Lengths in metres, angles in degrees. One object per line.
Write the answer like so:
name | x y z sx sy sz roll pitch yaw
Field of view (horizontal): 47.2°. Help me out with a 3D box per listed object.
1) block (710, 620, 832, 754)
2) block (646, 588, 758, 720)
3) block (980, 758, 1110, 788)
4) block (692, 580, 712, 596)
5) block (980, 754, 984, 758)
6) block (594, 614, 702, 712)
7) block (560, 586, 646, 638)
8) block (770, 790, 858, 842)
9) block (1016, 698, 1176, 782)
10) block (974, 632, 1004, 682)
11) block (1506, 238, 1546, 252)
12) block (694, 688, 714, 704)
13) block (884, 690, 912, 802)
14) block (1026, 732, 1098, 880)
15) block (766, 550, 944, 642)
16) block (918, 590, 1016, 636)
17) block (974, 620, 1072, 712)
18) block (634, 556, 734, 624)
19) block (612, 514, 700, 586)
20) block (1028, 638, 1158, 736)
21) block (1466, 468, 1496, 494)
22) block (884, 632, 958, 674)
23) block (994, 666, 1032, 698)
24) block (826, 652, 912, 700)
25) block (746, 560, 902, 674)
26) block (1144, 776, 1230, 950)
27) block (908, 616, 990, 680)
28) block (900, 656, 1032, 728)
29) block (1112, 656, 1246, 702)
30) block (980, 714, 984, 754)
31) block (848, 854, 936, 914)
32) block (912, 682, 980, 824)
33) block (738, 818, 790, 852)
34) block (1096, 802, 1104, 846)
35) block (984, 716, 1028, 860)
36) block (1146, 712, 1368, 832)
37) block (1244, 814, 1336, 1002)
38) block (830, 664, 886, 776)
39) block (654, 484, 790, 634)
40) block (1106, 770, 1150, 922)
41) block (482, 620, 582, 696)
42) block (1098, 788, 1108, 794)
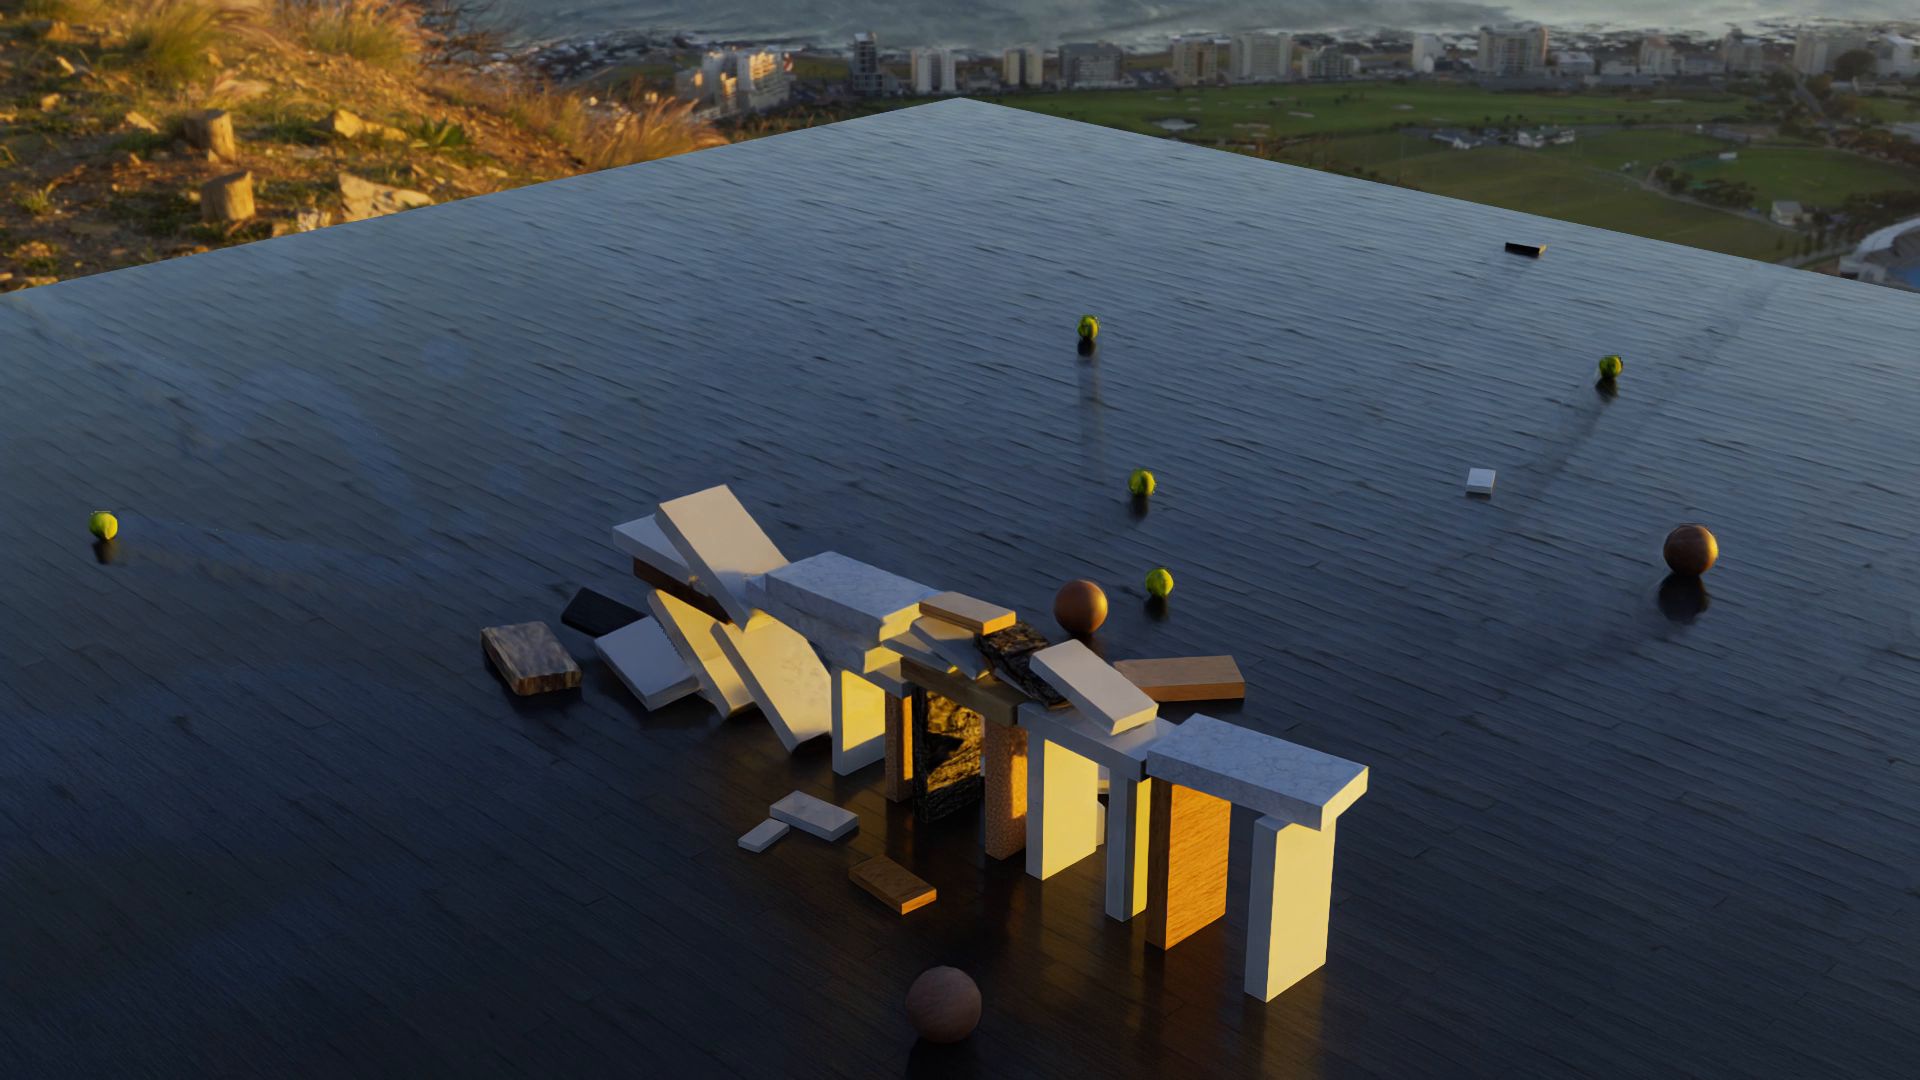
block | -0.382 0.292 4.772 0.168 0.048 0.337 -20 66 -39
block | -0.539 0.229 4.913 0.168 0.048 0.337 -21 67 -40
block | 0.167 0.478 4.518 0.376 0.019 0.068 -1 28 24
block | -0.527 0.094 4.788 0.050 0.014 0.101 24 33 39
block | 0.070 0.467 4.639 0.060 0.017 0.120 -13 26 -29
block | -0.703 0.277 4.991 0.147 0.042 0.294 -25 35 -22
block | -0.827 0.190 5.164 0.196 0.028 0.098 23 54 13
block | -0.294 0.554 4.424 0.165 0.023 0.082 17 28 34
block | 0.270 0.353 4.088 0.153 0.043 0.307 -21 31 -40
block | 0.074 0.222 4.249 0.060 0.017 0.124 1 45 -27
block | 2.156 -1.121 8.379 0.136 0.019 0.068 16 28 33
block | -0.579 0.311 4.993 0.098 0.028 0.196 -19 30 -38
block | -0.096 0.403 4.497 0.123 0.246 0.035 -21 31 -40
block | 0.197 0.485 4.224 0.153 0.307 0.043 -21 31 -41
block | -0.217 0.112 4.503 0.177 0.050 0.355 -20 28 -39
block | 0.013 0.141 4.281 0.177 0.025 0.089 17 24 42
block | 0.143 0.236 4.185 0.115 0.033 0.230 -14 39 -37
block | -0.556 0.087 4.881 0.168 0.048 0.337 -20 32 -40
block | -0.633 0.017 4.924 0.147 0.042 0.294 -19 31 -38
block | 0.248 0.272 4.099 0.115 0.033 0.230 -16 42 -39
block | 1.451 -0.165 6.126 0.068 0.019 0.136 7 24 16
block | -0.058 0.212 4.343 0.177 0.025 0.089 20 30 39
block | 0.131 0.267 4.179 0.120 0.017 0.060 30 35 28
block | -0.151 0.250 4.498 0.123 0.035 0.246 -19 30 -38
block | -0.256 0.153 4.579 0.177 0.050 0.393 -19 34 -38
block | 0.417 0.557 4.005 0.172 0.345 0.049 -21 31 -41
block | -0.005 0.202 4.287 0.177 0.025 0.089 36 39 27
block | 0.042 0.272 4.287 0.152 0.043 0.303 -21 30 -40
block | 0.493 0.314 4.970 0.275 0.039 0.138 -2 23 -6
block | 0.117 0.413 4.704 0.275 0.039 0.138 3 20 -3
block | -0.129 0.655 4.188 0.082 0.023 0.165 -18 29 -36
block | -0.027 0.404 4.420 0.043 0.303 0.152 21 31 40
block | -0.389 0.586 4.362 0.050 0.014 0.101 14 27 30
block | 0.238 0.535 4.394 0.023 0.082 0.165 -11 25 -24
block | 0.117 0.458 4.292 0.152 0.303 0.043 -21 30 -41
block | 0.520 0.404 3.863 0.345 0.049 0.172 16 28 33
block | 0.580 0.621 3.856 0.049 0.345 0.172 21 31 41
block | -0.211 0.359 4.600 0.035 0.246 0.123 22 31 40
block | -0.492 0.037 4.777 0.177 0.050 0.355 -20 58 -38
block | 0.341 0.542 4.091 0.043 0.307 0.153 21 31 41
block | -0.988 0.270 5.059 0.147 0.042 0.294 -8 24 -26
block | 0.352 0.478 4.585 0.337 0.039 0.138 0 23 -1
